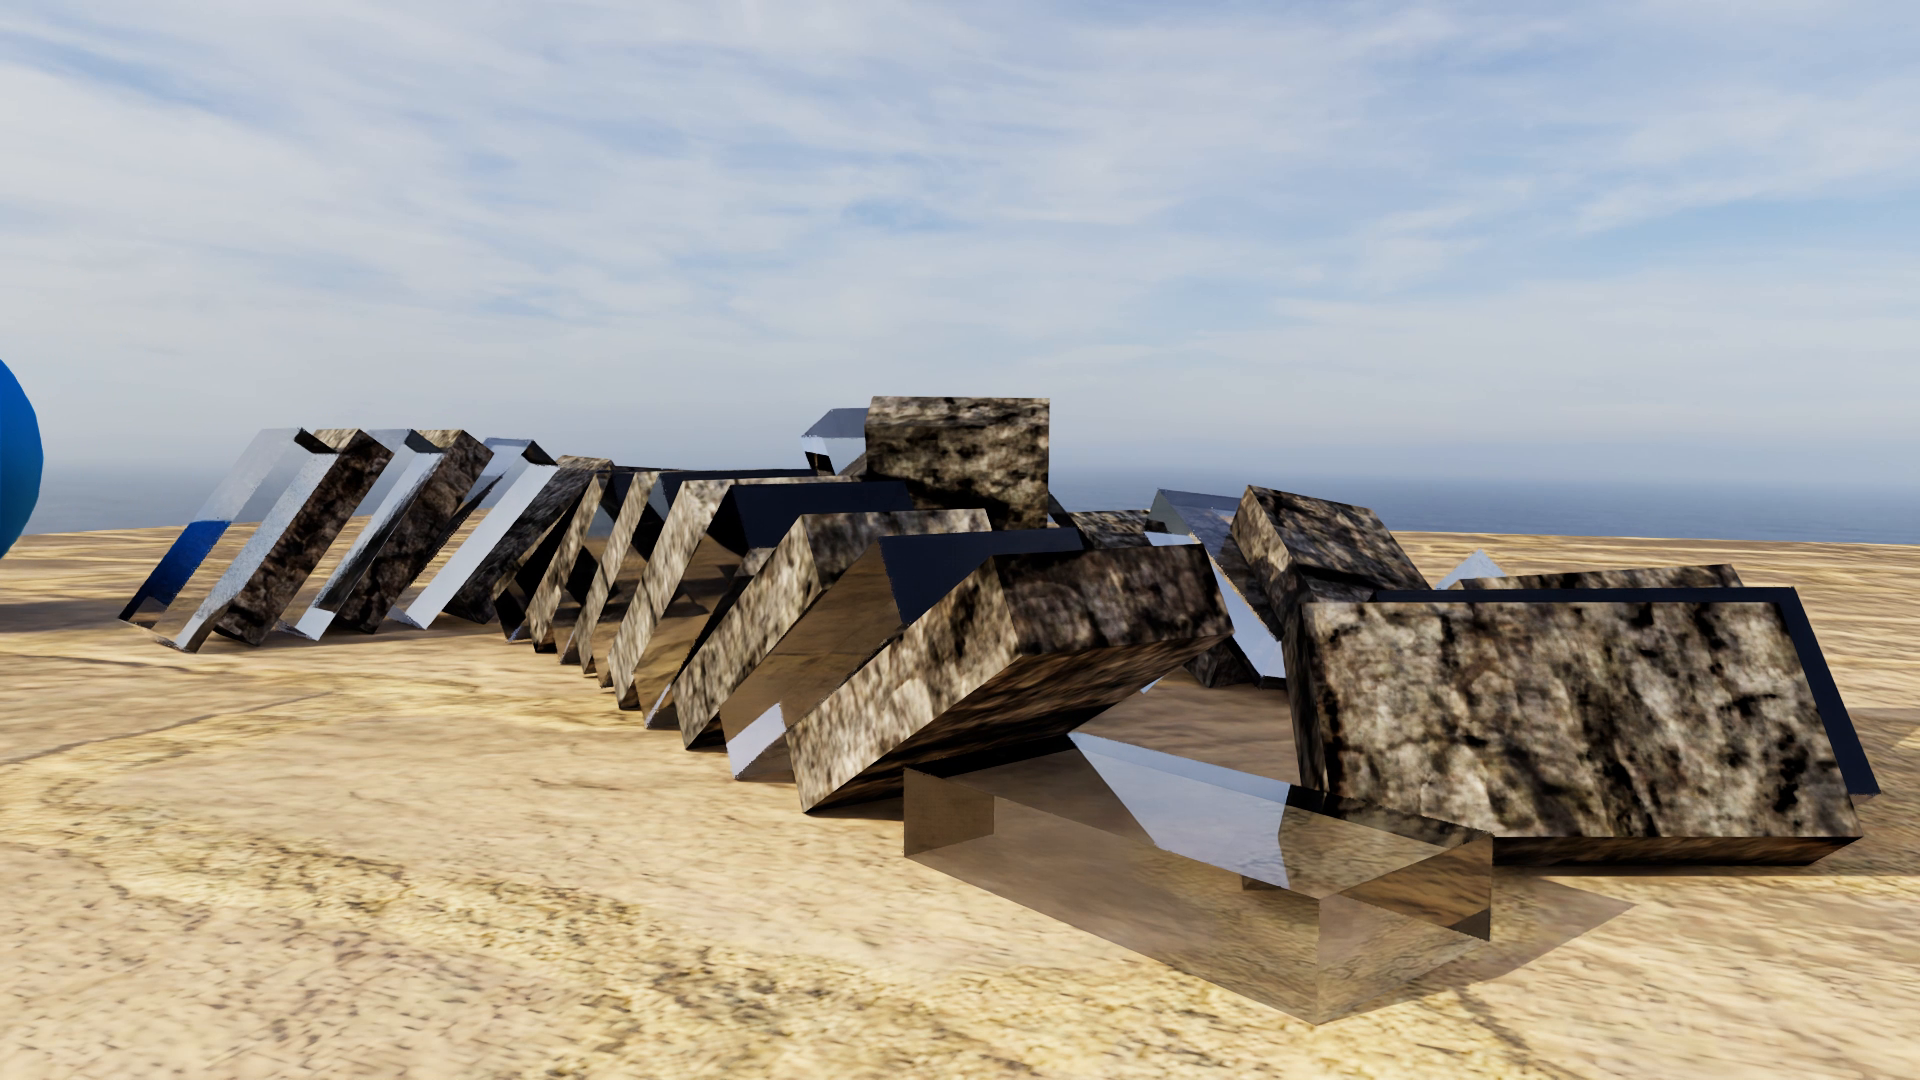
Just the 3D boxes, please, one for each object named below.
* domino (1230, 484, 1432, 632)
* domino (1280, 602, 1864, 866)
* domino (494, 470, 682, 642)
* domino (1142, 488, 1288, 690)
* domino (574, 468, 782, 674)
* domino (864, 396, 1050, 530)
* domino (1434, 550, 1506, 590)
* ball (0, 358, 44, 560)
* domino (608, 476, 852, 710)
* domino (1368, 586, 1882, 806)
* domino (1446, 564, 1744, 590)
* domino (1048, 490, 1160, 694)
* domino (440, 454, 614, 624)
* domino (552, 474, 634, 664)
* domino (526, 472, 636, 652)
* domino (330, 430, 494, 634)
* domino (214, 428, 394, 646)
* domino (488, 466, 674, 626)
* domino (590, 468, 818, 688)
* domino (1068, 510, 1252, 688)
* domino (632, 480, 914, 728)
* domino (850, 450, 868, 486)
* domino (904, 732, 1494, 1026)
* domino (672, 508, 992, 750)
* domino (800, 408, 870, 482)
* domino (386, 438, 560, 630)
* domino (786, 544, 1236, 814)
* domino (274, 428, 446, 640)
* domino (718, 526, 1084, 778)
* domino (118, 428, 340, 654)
[{"bbox_3d":[0.065,0.009,0.215,0.025,0.009,0.050,10,29,-12],"label":"domino"},{"bbox_3d":[0.061,0.020,0.132,0.050,0.025,0.009,0,-31,0],"label":"domino"},{"bbox_3d":[-0.075,0.004,0.270,0.025,0.010,0.050,-3,-31,-48],"label":"domino"},{"bbox_3d":[0.055,0.008,0.232,0.025,0.009,0.050,5,30,-20],"label":"domino"},{"bbox_3d":[-0.049,0.006,0.224,0.025,0.010,0.050,-3,-31,-31],"label":"domino"},{"bbox_3d":[0.000,0.004,0.190,0.025,0.050,0.010,1,31,4],"label":"domino"},{"bbox_3d":[0.084,0.016,0.196,0.010,0.025,0.050,-45,-13,19],"label":"domino"},{"bbox_3d":[-0.264,-0.020,0.301,0.080,0.080,0.080,0,4,0],"label":"ball"},{"bbox_3d":[-0.035,0.009,0.196,0.025,0.009,0.050,-4,-31,-31],"label":"domino"},{"bbox_3d":[0.072,0.019,0.145,0.050,0.025,0.010,0,-31,-4],"label":"domino"},{"bbox_3d":[0.086,0.017,0.166,0.050,0.025,0.009,-2,-31,-24],"label":"domino"},{"bbox_3d":[0.017,0.003,0.227,0.009,0.050,0.025,-41,10,-5],"label":"domino"},{"bbox_3d":[-0.108,-0.001,0.320,0.025,0.009,0.050,7,47,45],"label":"domino"},{"bbox_3d":[-0.058,0.006,0.239,0.025,0.009,0.050,-3,-32,-33],"label":"domino"},{"bbox_3d":[-0.066,0.005,0.254,0.025,0.010,0.050,-3,-31,-37],"label":"domino"},{"bbox_3d":[-0.132,-0.003,0.301,0.025,0.050,0.009,4,-30,44],"label":"domino"},{"bbox_3d":[-0.148,-0.002,0.284,0.025,0.050,0.009,4,-30,44],"label":"domino"},{"bbox_3d":[-0.081,0.002,0.287,0.050,0.009,0.025,-38,-21,29],"label":"domino"},{"bbox_3d":[-0.042,0.007,0.209,0.025,0.009,0.050,-3,-31,-31],"label":"domino"},{"bbox_3d":[0.043,0.010,0.247,0.025,0.009,0.050,-3,29,-32],"label":"domino"},{"bbox_3d":[-0.027,0.010,0.183,0.025,0.010,0.050,-3,-31,-32],"label":"domino"},{"bbox_3d":[0.002,0.003,0.224,0.009,0.050,0.025,-41,12,-11],"label":"domino"},{"bbox_3d":[0.020,0.029,0.121,0.025,0.009,0.050,-4,6,-39],"label":"domino"},{"bbox_3d":[-0.018,0.013,0.168,0.025,0.009,0.050,-3,-27,-33],"label":"domino"},{"bbox_3d":[-0.005,0.003,0.206,0.025,0.050,0.010,3,35,32],"label":"domino"},{"bbox_3d":[-0.122,-0.003,0.311,0.025,0.050,0.009,7,-35,45],"label":"domino"},{"bbox_3d":[0.003,0.016,0.137,0.025,0.009,0.050,-3,-24,-32],"label":"domino"},{"bbox_3d":[-0.140,-0.002,0.292,0.025,0.050,0.009,4,-30,44],"label":"domino"},{"bbox_3d":[-0.008,0.014,0.153,0.025,0.009,0.050,-3,-25,-32],"label":"domino"},{"bbox_3d":[-0.157,-0.001,0.275,0.025,0.050,0.009,4,-30,44],"label":"domino"}]
